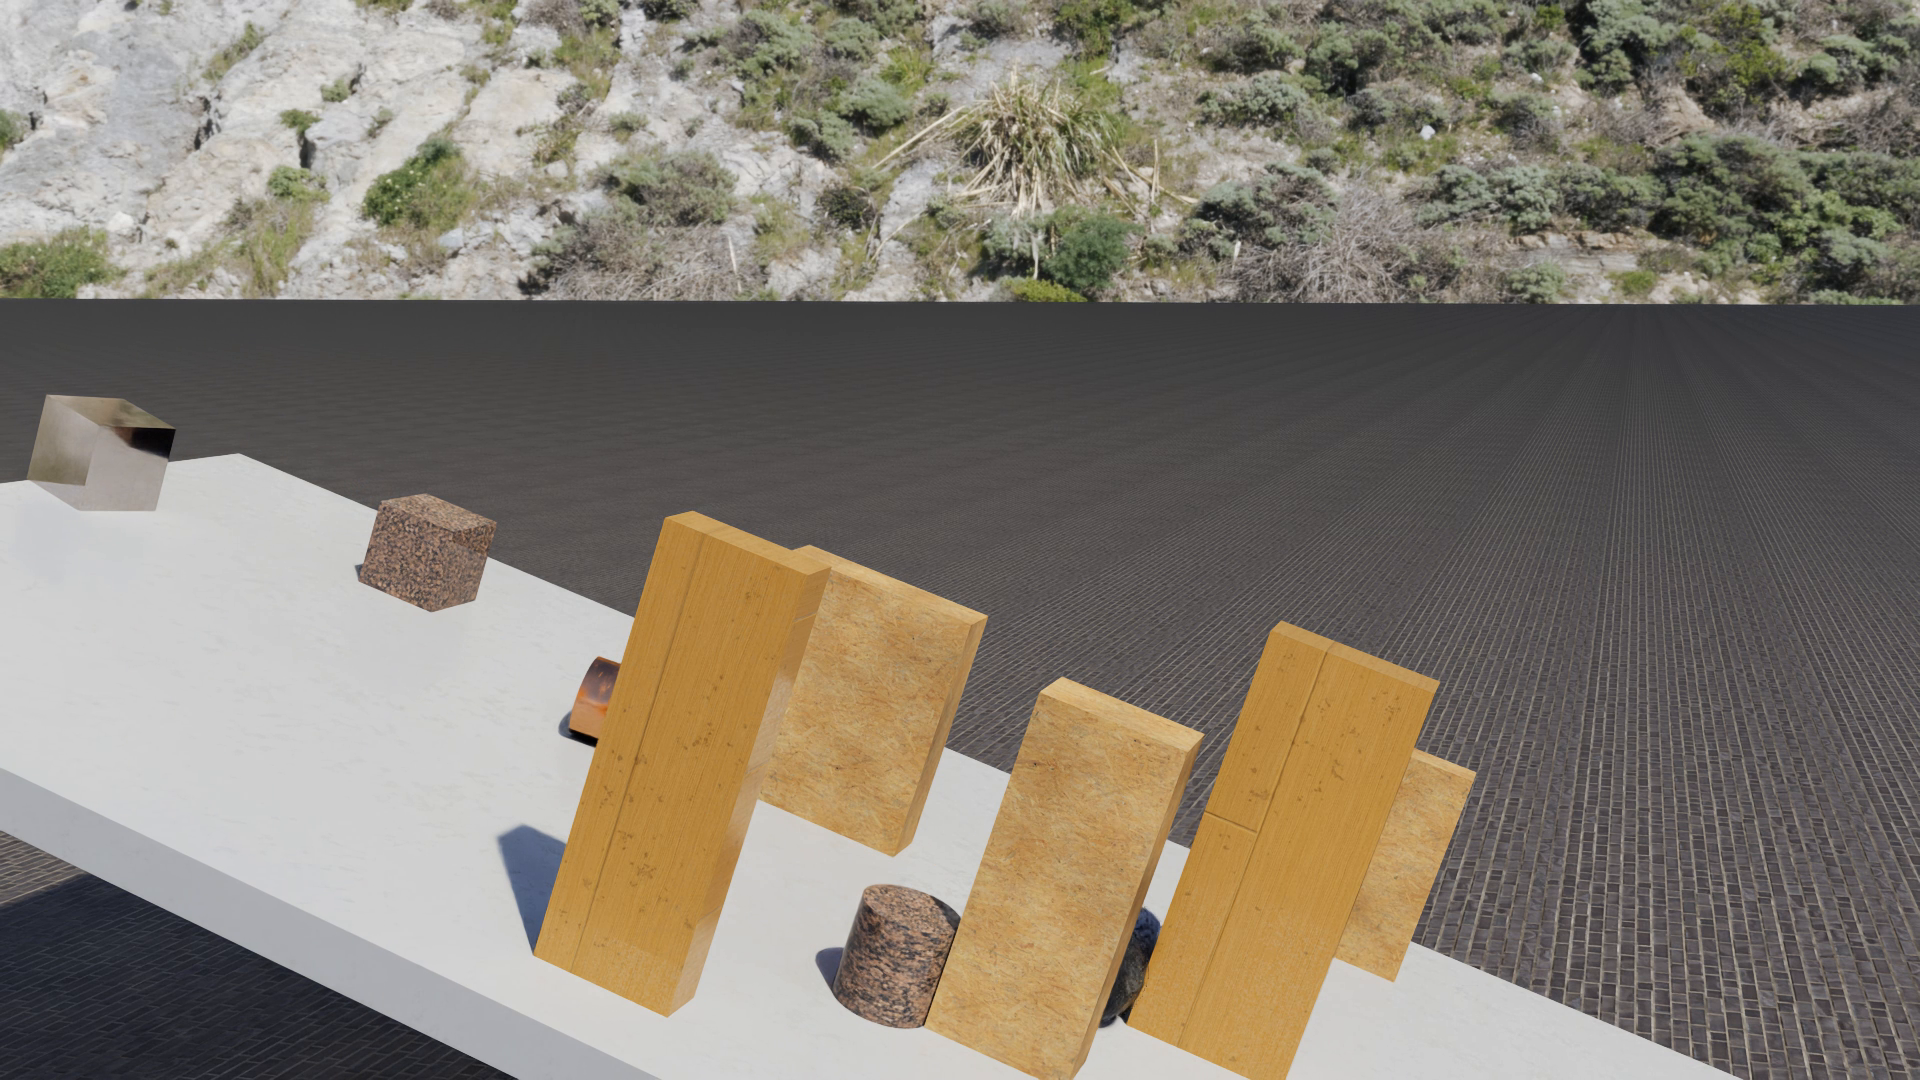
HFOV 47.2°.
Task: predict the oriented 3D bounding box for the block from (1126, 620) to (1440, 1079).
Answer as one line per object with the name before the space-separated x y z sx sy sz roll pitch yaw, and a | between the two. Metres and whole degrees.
block | 0.566 0.557 3.877 0.294 0.768 0.114 21 12 14

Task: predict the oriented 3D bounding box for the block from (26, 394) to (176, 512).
block | -1.919 -0.193 4.917 0.199 0.199 0.199 25 14 30

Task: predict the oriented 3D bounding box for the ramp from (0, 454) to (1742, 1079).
ramp | -0.347 0.646 4.219 4.000 0.100 2.000 21 12 14

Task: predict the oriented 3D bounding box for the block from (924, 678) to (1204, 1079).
block | 0.171 0.565 3.635 0.256 0.610 0.144 21 12 14

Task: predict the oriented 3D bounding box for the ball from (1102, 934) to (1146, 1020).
ball | 0.240 0.760 3.903 0.181 0.181 0.181 0 7 0

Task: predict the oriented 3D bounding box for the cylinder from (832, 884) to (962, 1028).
cylinder | -0.106 0.696 3.685 0.176 0.176 0.176 18 12 -4

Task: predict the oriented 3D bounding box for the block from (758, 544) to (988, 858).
block | -0.219 0.320 4.417 0.401 0.501 0.119 21 12 14

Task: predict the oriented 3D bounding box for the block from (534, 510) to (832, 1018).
block | -0.433 0.347 3.401 0.242 0.740 0.101 21 12 14

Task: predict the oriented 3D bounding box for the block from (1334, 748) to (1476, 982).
block | 0.869 0.657 4.619 0.269 0.464 0.087 21 12 14

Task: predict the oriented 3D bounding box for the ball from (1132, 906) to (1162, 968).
ball | 0.302 0.752 4.081 0.160 0.160 0.160 0 7 0

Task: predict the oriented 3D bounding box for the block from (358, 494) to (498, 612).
block | -1.208 0.027 5.000 0.194 0.194 0.194 21 12 14

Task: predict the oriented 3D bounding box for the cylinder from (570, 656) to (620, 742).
cylinder | -0.681 0.340 4.452 0.165 0.165 0.165 19 8 3
